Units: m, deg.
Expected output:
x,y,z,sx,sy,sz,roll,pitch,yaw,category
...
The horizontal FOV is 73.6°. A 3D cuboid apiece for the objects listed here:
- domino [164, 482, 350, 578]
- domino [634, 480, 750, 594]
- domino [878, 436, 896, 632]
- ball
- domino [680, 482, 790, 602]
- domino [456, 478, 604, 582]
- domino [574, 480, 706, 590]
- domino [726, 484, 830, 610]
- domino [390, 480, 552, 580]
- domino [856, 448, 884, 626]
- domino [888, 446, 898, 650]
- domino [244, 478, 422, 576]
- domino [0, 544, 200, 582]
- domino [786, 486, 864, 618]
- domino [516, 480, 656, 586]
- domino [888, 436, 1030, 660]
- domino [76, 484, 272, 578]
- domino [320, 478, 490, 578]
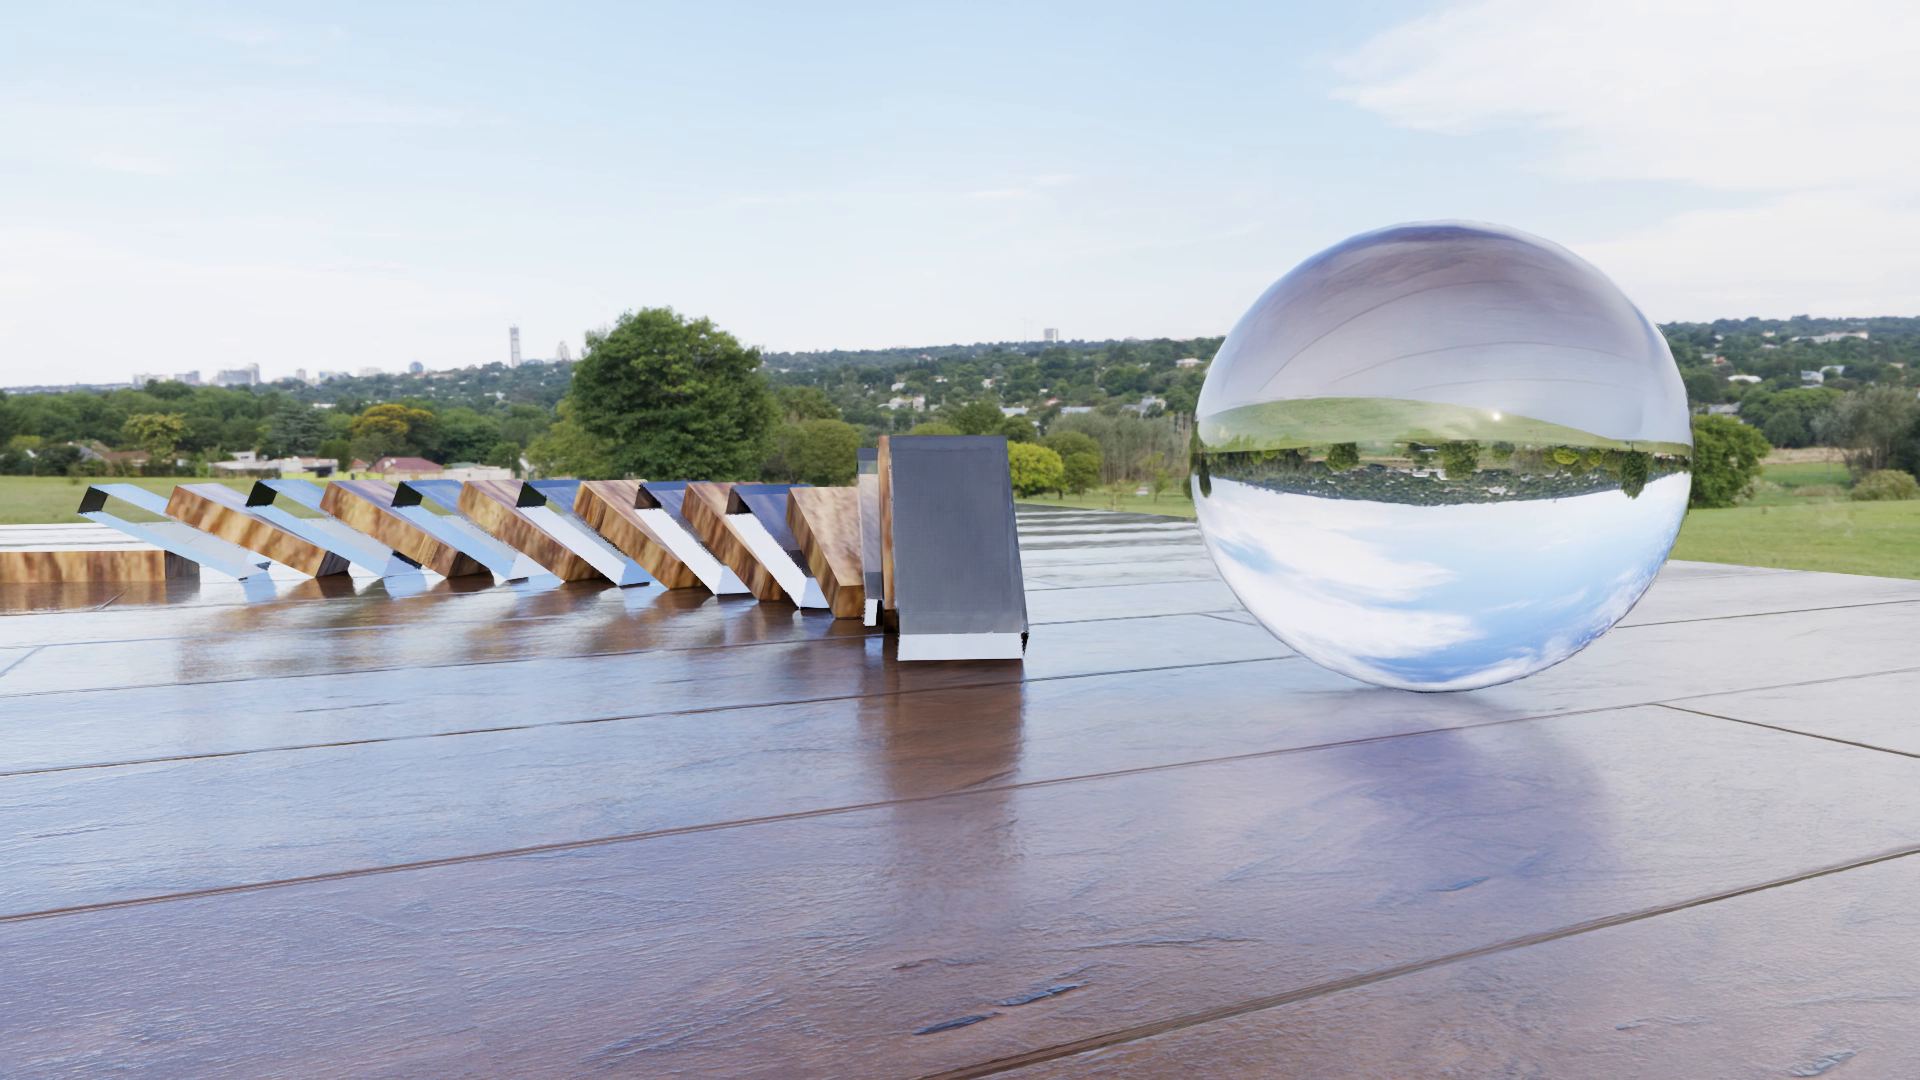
x,y,z,sx,sy,sz,roll,pitch,yaw,category
-0.227,-0.004,0.419,0.050,0.010,0.025,24,3,-5,domino
-0.074,-0.002,0.383,0.025,0.010,0.050,-4,33,-44,domino
-0.006,-0.002,0.302,0.025,0.050,0.009,0,-36,-6,domino
0.080,-0.014,0.220,0.080,0.080,0.080,0,4,0,ball
-0.057,-0.001,0.369,0.025,0.010,0.050,-3,32,-39,domino
-0.135,-0.004,0.414,0.050,0.010,0.025,30,16,21,domino
-0.094,-0.003,0.396,0.050,0.010,0.025,34,23,30,domino
-0.042,0.001,0.352,0.025,0.010,0.050,-3,32,-35,domino
-0.157,-0.004,0.420,0.050,0.010,0.025,29,13,15,domino
-0.012,-0.002,0.316,0.025,0.010,0.050,-1,48,-8,domino
-0.002,0.000,0.277,0.025,0.050,0.010,0,-36,-6,domino
-0.204,-0.004,0.422,0.050,0.010,0.025,27,6,2,domino
-0.275,0.007,0.409,0.050,0.010,0.025,-1,4,-9,domino
-0.027,0.002,0.334,0.025,0.010,0.050,-2,31,-23,domino
-0.114,-0.003,0.406,0.050,0.010,0.025,32,19,25,domino
-0.001,0.001,0.265,0.025,0.050,0.009,0,-36,-6,domino
-0.250,-0.003,0.413,0.050,0.010,0.025,24,0,-10,domino
-0.180,-0.004,0.422,0.050,0.009,0.025,27,9,8,domino
